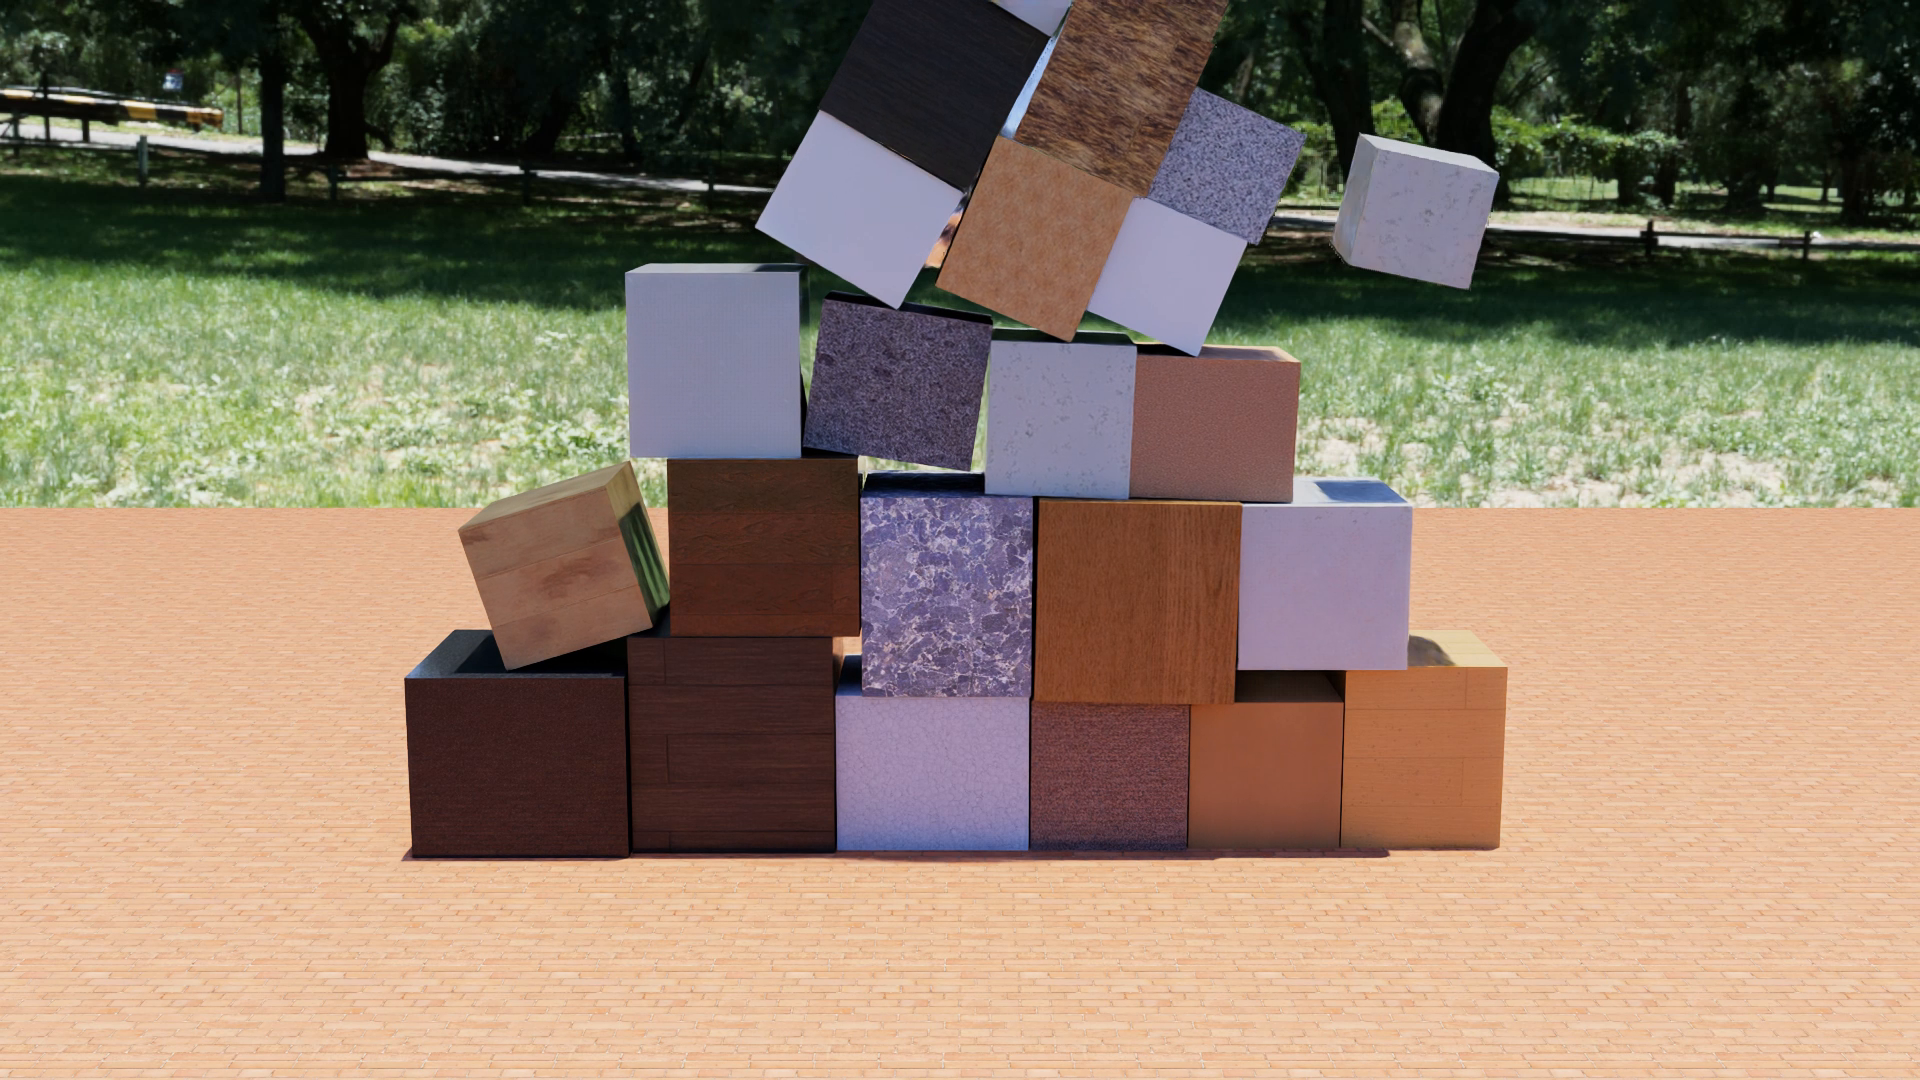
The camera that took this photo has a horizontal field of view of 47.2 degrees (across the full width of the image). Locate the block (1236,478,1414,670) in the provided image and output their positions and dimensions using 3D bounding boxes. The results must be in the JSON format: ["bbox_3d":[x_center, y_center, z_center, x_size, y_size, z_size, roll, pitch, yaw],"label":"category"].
[{"bbox_3d":[1.784,0.154,11.213,0.833,0.816,0.943,0,10,0],"label":"block"}]

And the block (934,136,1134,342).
[{"bbox_3d":[0.358,-1.502,10.892,0.715,0.776,0.678,22,10,-4],"label":"block"}]

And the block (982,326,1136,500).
[{"bbox_3d":[0.487,-0.652,11.074,0.704,0.748,0.801,2,10,0],"label":"block"}]

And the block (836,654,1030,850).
[{"bbox_3d":[-0.137,1.083,11.382,0.957,0.797,0.898,0,10,0],"label":"block"}]

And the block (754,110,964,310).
[{"bbox_3d":[-0.485,-1.641,10.893,0.794,0.645,0.671,30,8,-5],"label":"block"}]

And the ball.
[{"bbox_3d":[0.000,-2.409,13.075,1.600,1.600,1.600,0,10,0],"label":"ball"}]

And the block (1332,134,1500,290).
[{"bbox_3d":[2.255,-1.645,10.953,0.602,0.574,0.624,11,17,-2],"label":"block"}]

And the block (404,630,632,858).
[{"bbox_3d":[-2.178,1.028,11.353,1.072,0.916,1.094,0,10,0],"label":"block"}]

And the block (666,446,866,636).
[{"bbox_3d":[-0.956,-0.040,11.169,0.925,0.881,0.927,0,10,0],"label":"block"}]

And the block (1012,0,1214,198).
[{"bbox_3d":[0.735,-2.191,10.793,0.688,0.782,0.730,24,9,-4],"label":"block"}]

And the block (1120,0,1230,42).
[{"bbox_3d":[1.069,-2.773,10.691,0.569,0.568,0.536,24,9,1],"label":"block"}]

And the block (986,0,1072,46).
[{"bbox_3d":[0.329,-2.942,10.658,0.701,0.787,0.743,30,8,-5],"label":"block"}]

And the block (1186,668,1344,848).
[{"bbox_3d":[1.524,1.105,11.373,0.760,0.756,0.813,0,10,0],"label":"block"}]

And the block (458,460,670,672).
[{"bbox_3d":[-1.988,0.115,11.211,0.762,0.742,0.855,-17,10,3],"label":"block"}]

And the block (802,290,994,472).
[{"bbox_3d":[-0.306,-0.809,11.049,0.832,0.727,0.698,9,10,-2],"label":"block"}]

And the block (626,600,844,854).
[{"bbox_3d":[-1.128,0.931,11.367,1.007,1.101,1.012,0,10,0],"label":"block"}]

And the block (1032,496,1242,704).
[{"bbox_3d":[0.866,0.221,11.232,0.984,0.996,1.024,1,10,0],"label":"block"}]

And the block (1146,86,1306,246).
[{"bbox_3d":[1.282,-1.844,10.835,0.591,0.569,0.570,23,10,-3],"label":"block"}]

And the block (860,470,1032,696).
[{"bbox_3d":[-0.065,0.202,11.219,0.835,0.994,0.931,0,10,0],"label":"block"}]

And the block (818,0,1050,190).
[{"bbox_3d":[-0.125,-2.277,10.774,0.810,0.818,0.707,29,8,-5],"label":"block"}]

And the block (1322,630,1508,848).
[{"bbox_3d":[2.314,1.013,11.382,0.800,0.935,0.830,0,10,0],"label":"block"}]

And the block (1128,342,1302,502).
[{"bbox_3d":[1.240,-0.605,11.086,0.800,0.692,0.768,2,10,0],"label":"block"}]

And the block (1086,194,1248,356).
[{"bbox_3d":[0.997,-1.334,10.939,0.598,0.605,0.621,22,10,-4],"label":"block"}]

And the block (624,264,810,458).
[{"bbox_3d":[-1.189,-0.911,10.997,0.830,0.893,0.798,0,10,0],"label":"block"}]

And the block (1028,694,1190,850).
[{"bbox_3d":[0.744,1.098,11.370,0.782,0.770,0.868,0,10,0],"label":"block"}]
